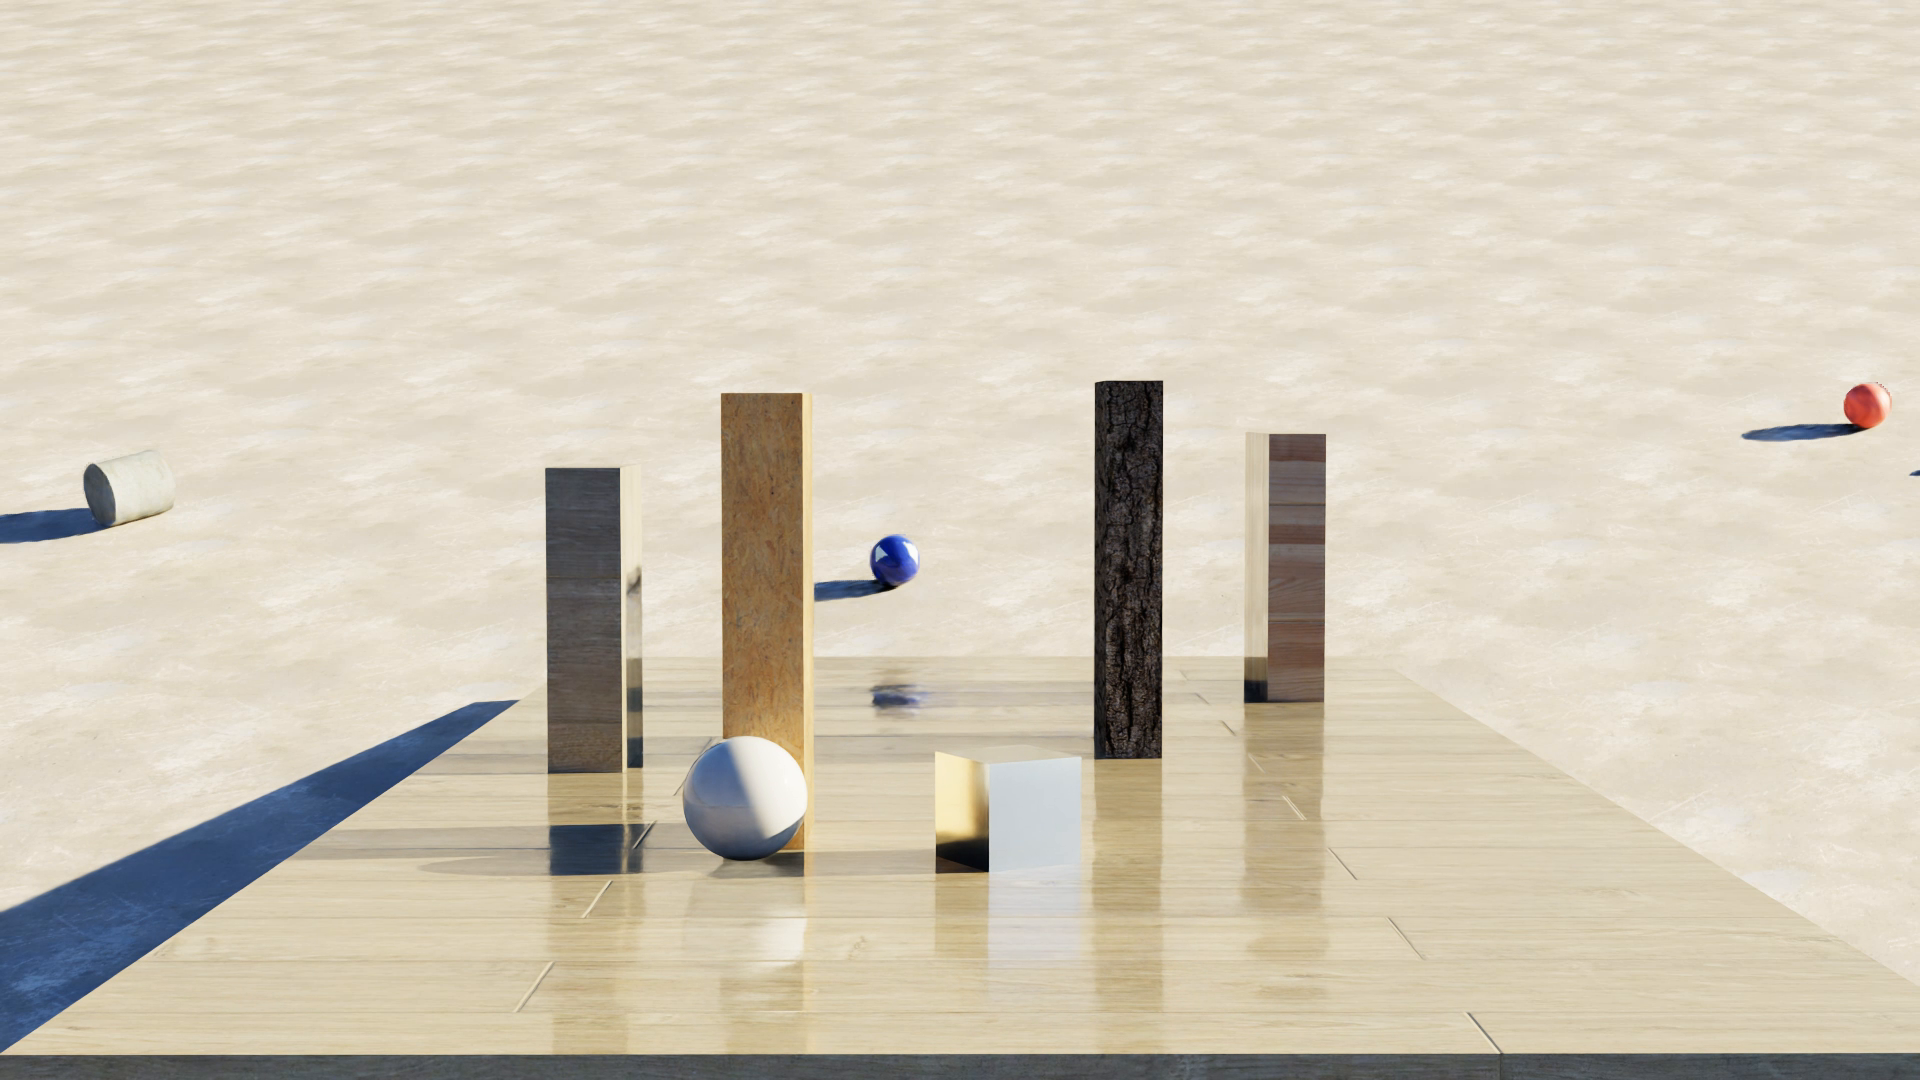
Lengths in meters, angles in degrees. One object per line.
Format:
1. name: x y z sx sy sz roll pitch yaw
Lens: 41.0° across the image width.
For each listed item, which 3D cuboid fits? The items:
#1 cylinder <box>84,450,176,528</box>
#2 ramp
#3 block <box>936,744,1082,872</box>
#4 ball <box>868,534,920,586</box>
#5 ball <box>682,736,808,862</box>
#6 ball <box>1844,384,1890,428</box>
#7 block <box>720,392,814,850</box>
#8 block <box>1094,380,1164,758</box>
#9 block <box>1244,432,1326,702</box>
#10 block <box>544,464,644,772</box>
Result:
1. cylinder: -2.478 -0.155 7.671 0.192 0.192 0.192 20 29 41
2. ramp: 0.050 0.451 4.532 2.000 0.100 4.000 0 3 0
3. block: 0.067 0.375 3.611 0.149 0.149 0.149 -2 3 -30
4. ball: -0.183 0.058 7.194 0.144 0.144 0.144 0 21 0
5. ball: -0.301 0.362 3.604 0.175 0.175 0.175 0 21 0
6. ball: 2.985 -0.442 8.462 0.147 0.147 0.147 0 21 0
7. block: -0.282 0.111 3.803 0.117 0.656 0.249 0 3 0
8. block: 0.314 0.044 4.828 0.102 0.682 0.405 0 3 0
9. block: 0.721 0.049 5.731 0.123 0.576 0.448 0 3 0
10. block: -0.652 0.132 4.603 0.130 0.530 0.293 0 3 0
